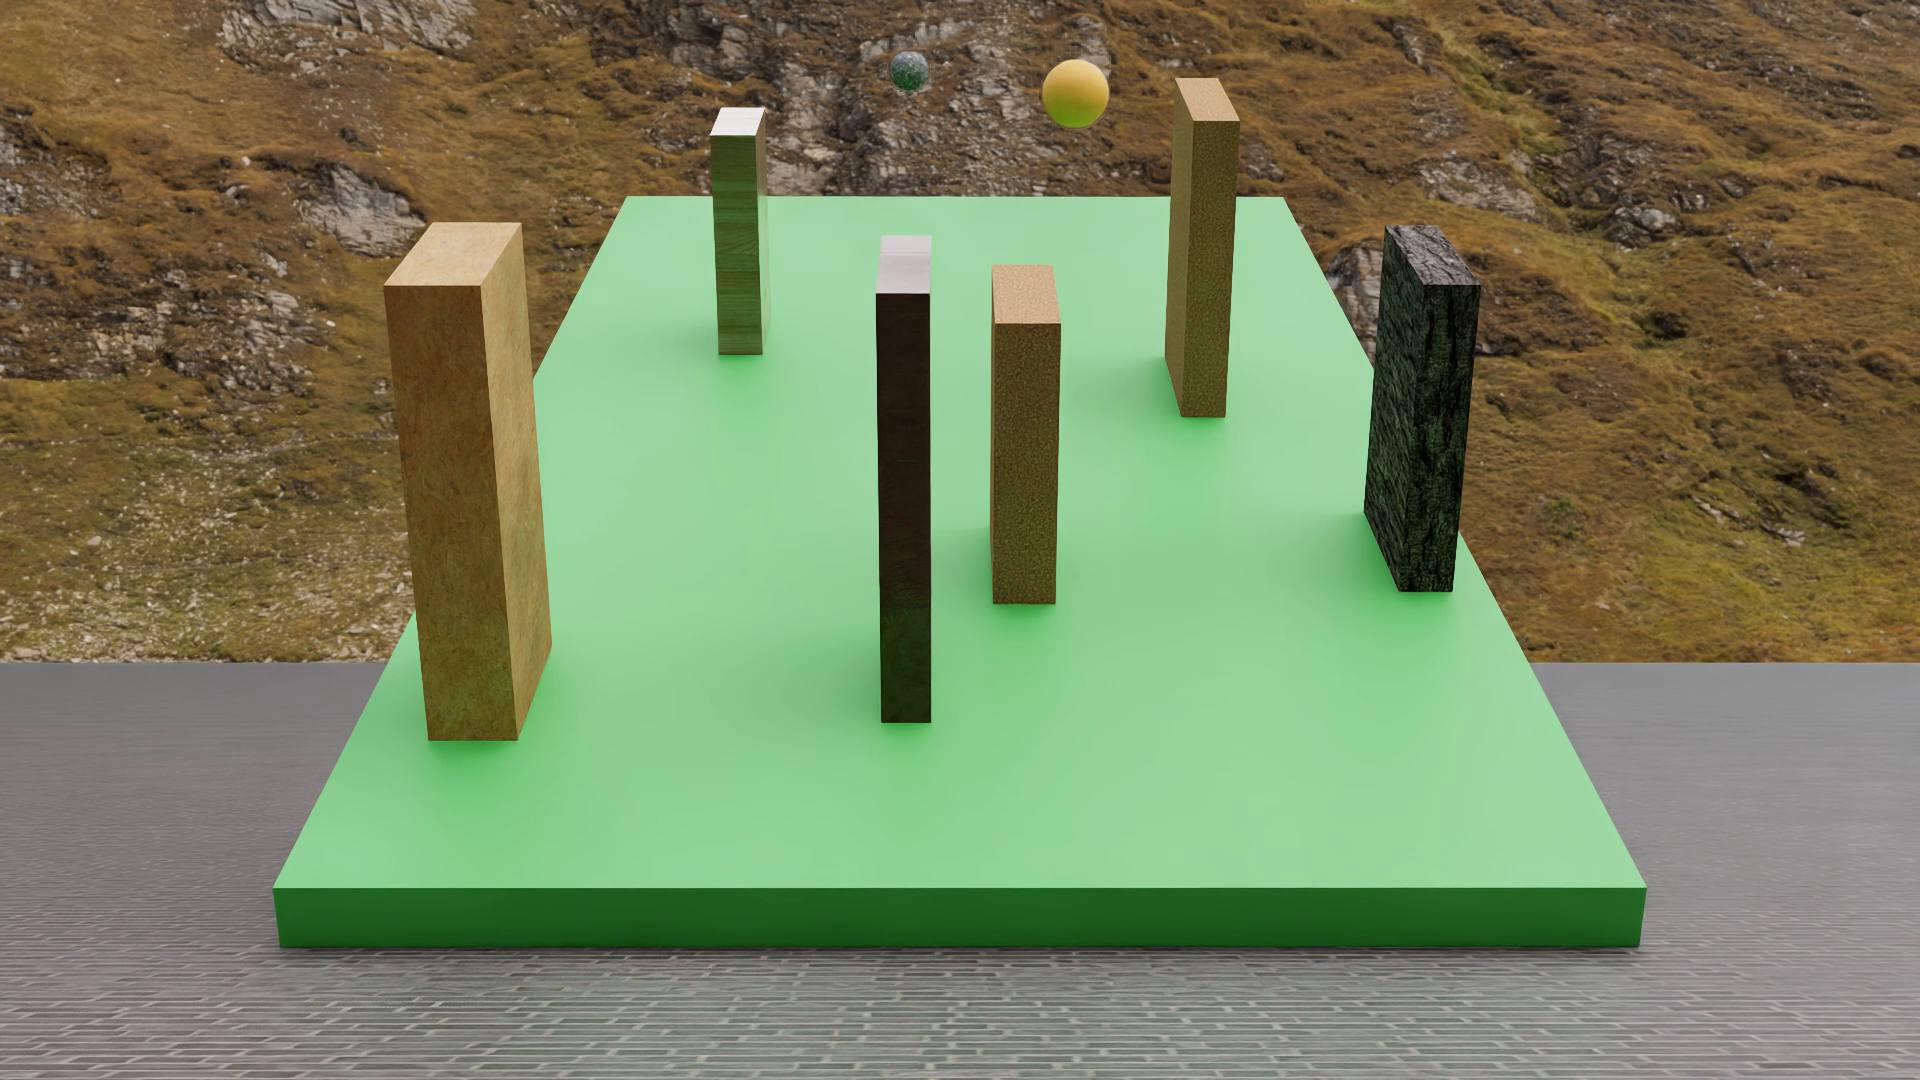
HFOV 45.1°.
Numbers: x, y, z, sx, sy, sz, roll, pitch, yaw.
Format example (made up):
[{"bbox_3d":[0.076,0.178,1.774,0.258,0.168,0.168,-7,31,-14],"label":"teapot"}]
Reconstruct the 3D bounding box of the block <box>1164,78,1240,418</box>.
[{"bbox_3d":[0.550,-0.675,5.295,0.100,0.676,0.448,0,23,0],"label":"block"}]

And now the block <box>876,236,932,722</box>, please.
[{"bbox_3d":[-0.089,-0.103,3.849,0.084,0.741,0.334,0,23,0],"label":"block"}]

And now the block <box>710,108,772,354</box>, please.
[{"bbox_3d":[-0.534,-0.758,5.658,0.106,0.541,0.296,0,23,0],"label":"block"}]

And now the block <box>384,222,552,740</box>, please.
[{"bbox_3d":[-0.797,-0.098,3.793,0.146,0.772,0.360,0,23,0],"label":"block"}]

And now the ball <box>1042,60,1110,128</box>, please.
[{"bbox_3d":[0.334,-1.292,6.683,0.194,0.194,0.194,0,-3,0],"label":"ball"}]

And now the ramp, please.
[{"bbox_3d":[-0.007,-0.225,5.222,2.000,0.100,4.000,0,23,0],"label":"ramp"}]

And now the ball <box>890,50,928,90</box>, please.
[{"bbox_3d":[-0.155,-1.428,7.031,0.119,0.119,0.119,0,-3,0],"label":"ball"}]

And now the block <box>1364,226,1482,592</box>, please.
[{"bbox_3d":[0.874,-0.256,4.403,0.101,0.598,0.402,0,23,0],"label":"block"}]

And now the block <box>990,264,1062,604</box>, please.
[{"bbox_3d":[0.119,-0.204,4.346,0.116,0.543,0.373,0,23,0],"label":"block"}]
